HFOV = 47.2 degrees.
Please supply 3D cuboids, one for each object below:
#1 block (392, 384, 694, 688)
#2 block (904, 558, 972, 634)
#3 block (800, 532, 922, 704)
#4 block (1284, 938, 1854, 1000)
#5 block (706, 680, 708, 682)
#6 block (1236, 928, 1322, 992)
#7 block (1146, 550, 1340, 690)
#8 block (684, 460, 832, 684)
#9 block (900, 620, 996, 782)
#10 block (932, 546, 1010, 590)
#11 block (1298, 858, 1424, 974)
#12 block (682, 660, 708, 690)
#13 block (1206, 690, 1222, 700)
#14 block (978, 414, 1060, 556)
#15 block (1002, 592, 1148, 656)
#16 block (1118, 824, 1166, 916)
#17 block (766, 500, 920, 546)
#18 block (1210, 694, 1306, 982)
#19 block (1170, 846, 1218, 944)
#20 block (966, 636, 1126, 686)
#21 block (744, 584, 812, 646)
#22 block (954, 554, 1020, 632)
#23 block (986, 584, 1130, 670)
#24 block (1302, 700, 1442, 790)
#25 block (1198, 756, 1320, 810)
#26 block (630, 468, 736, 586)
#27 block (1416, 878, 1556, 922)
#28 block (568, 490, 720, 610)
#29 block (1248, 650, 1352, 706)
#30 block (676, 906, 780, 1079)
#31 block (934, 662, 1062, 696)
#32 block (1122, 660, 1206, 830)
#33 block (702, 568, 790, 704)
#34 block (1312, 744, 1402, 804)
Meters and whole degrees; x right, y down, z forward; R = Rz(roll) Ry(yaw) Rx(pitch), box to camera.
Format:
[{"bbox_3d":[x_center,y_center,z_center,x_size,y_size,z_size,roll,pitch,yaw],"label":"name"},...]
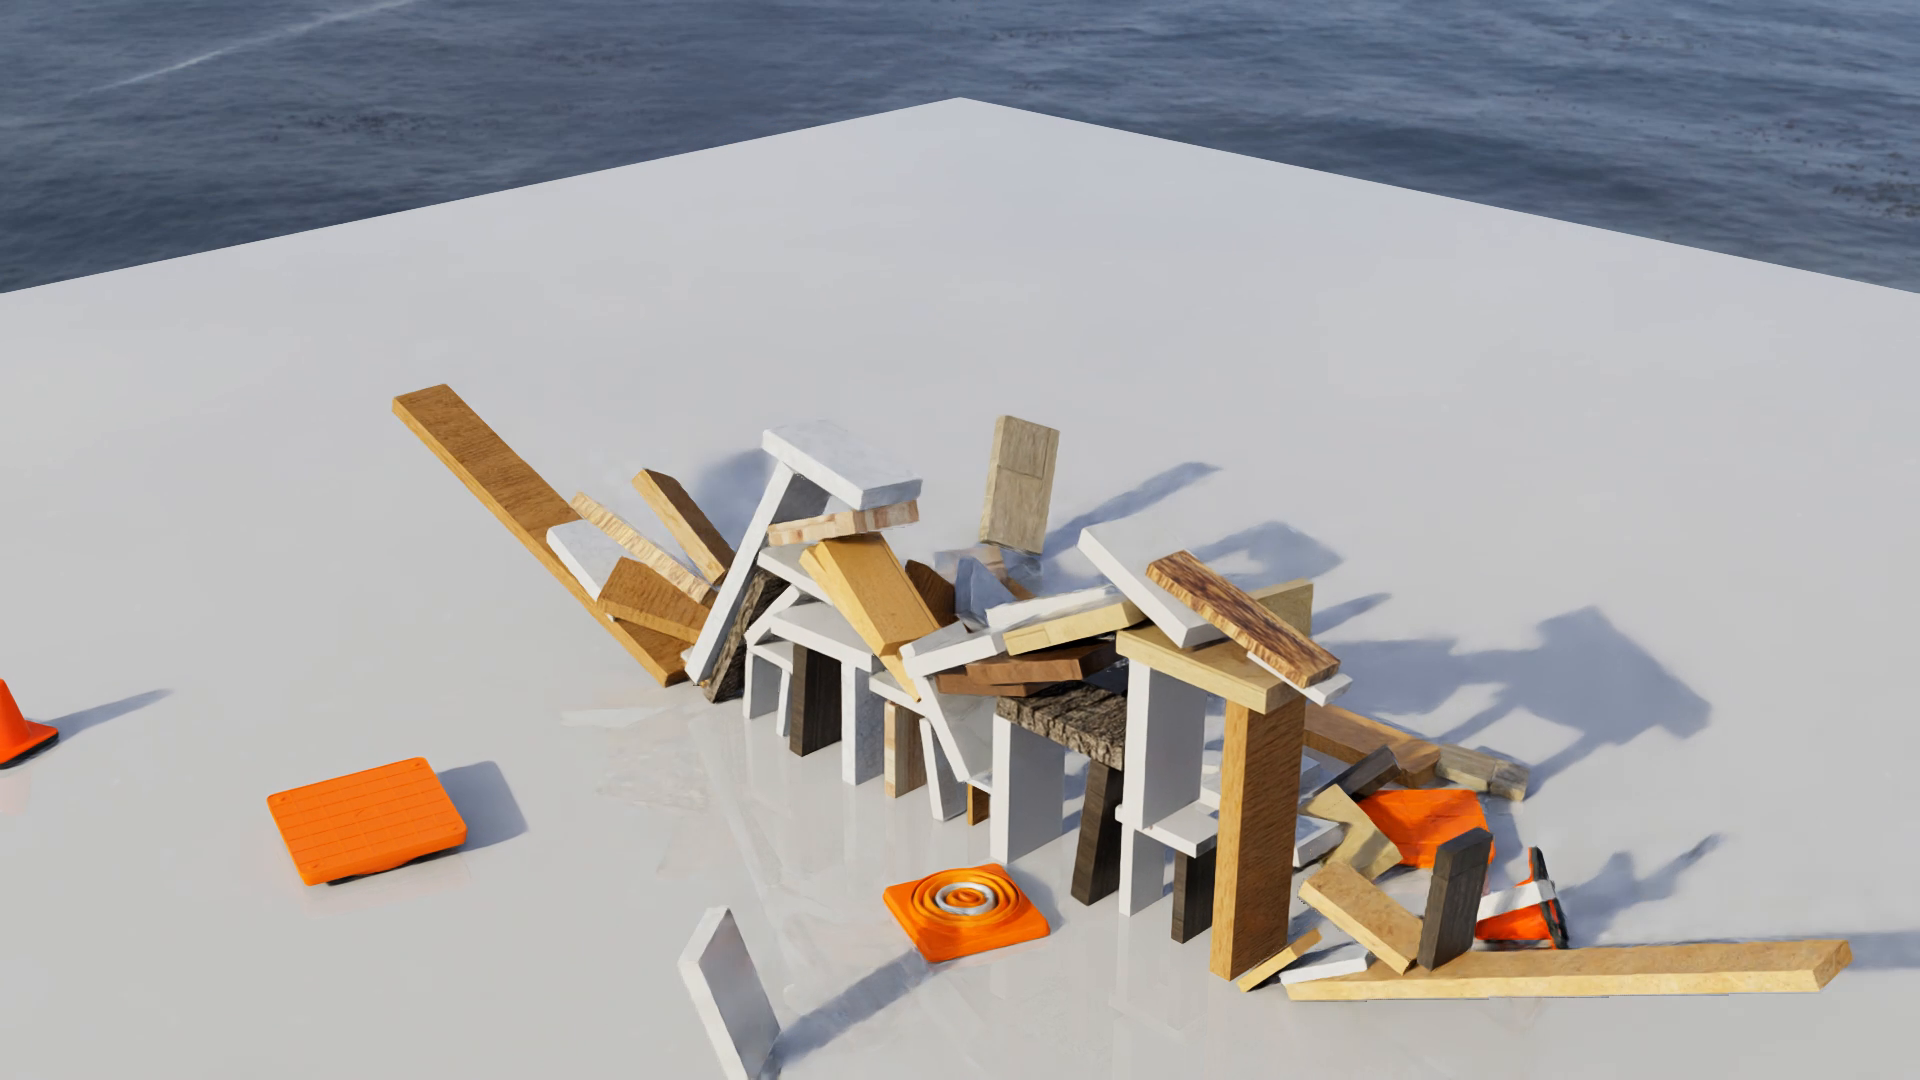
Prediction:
[{"bbox_3d":[-0.984,-0.030,5.260,0.151,0.043,1.115,-22,53,-41],"label":"block"},{"bbox_3d":[-0.045,0.194,4.833,0.050,0.177,0.354,18,-13,36],"label":"block"},{"bbox_3d":[-0.150,0.153,4.466,0.144,0.041,0.405,-18,57,-42],"label":"block"},{"bbox_3d":[0.930,0.691,3.516,0.111,0.031,1.001,-21,4,-41],"label":"block"},{"bbox_3d":[-0.548,0.312,4.962,0.091,0.013,0.045,41,43,23],"label":"block"},{"bbox_3d":[0.559,0.736,3.851,0.081,0.161,0.023,-24,74,-42],"label":"block"},{"bbox_3d":[0.480,0.132,3.751,0.091,0.026,0.366,-20,45,-40],"label":"block"},{"bbox_3d":[-0.423,0.059,4.747,0.159,0.664,0.045,-19,58,-43],"label":"block"},{"bbox_3d":[0.000,0.317,4.344,0.144,0.288,0.041,-22,-3,-41],"label":"block"},{"bbox_3d":[0.026,0.082,5.364,0.165,0.047,0.330,-6,14,-3],"label":"block"},{"bbox_3d":[0.701,0.642,3.763,0.222,0.031,0.111,37,36,26],"label":"block"},{"bbox_3d":[-0.587,0.295,4.985,0.045,0.013,0.091,-22,67,-42],"label":"block"},{"bbox_3d":[0.603,0.321,4.979,0.137,0.019,0.068,-17,28,-34],"label":"block"},{"bbox_3d":[0.152,-0.139,5.640,0.165,0.330,0.047,15,-13,-26],"label":"block"},{"bbox_3d":[0.240,0.141,3.996,0.153,0.043,0.324,-21,2,-41],"label":"block"},{"bbox_3d":[0.341,0.599,4.104,0.095,0.191,0.027,-21,31,-41],"label":"block"},{"bbox_3d":[-0.241,-0.034,4.488,0.159,0.045,0.318,-11,1,-37],"label":"block"},{"bbox_3d":[0.524,0.504,3.869,0.165,0.548,0.047,-21,32,-41],"label":"block"},{"bbox_3d":[0.431,0.634,4.021,0.027,0.191,0.095,22,31,40],"label":"block"},{"bbox_3d":[0.158,0.223,4.058,0.273,0.039,0.136,-6,11,42],"label":"block"},{"bbox_3d":[-0.363,0.142,4.687,0.113,0.225,0.032,-25,76,-45],"label":"block"},{"bbox_3d":[0.091,0.179,4.905,0.041,0.328,0.146,-18,51,25],"label":"block"},{"bbox_3d":[0.195,0.184,4.281,0.307,0.153,0.043,-12,4,43],"label":"block"},{"bbox_3d":[0.862,0.433,4.691,0.347,0.038,0.135,21,31,40],"label":"block"},{"bbox_3d":[0.615,0.497,4.543,0.255,0.036,0.127,-21,31,-40],"label":"block"},{"bbox_3d":[-0.586,-0.023,4.814,0.302,0.043,0.151,50,10,17],"label":"block"},{"bbox_3d":[0.877,0.666,3.888,0.331,0.036,0.127,-22,-14,22],"label":"block"},{"bbox_3d":[-0.686,0.035,4.945,0.449,0.042,0.150,34,-2,30],"label":"block"},{"bbox_3d":[0.572,0.215,3.701,0.161,0.023,0.081,35,39,30],"label":"block"},{"bbox_3d":[-0.378,0.751,3.617,0.038,0.270,0.135,-6,30,23],"label":"block"},{"bbox_3d":[0.087,0.256,4.219,0.136,0.039,0.273,-20,10,-36],"label":"block"},{"bbox_3d":[0.371,0.344,3.968,0.165,0.330,0.047,-21,32,-40],"label":"block"},{"bbox_3d":[-0.454,0.199,4.793,0.113,0.418,0.032,-27,65,-42],"label":"block"},{"bbox_3d":[0.799,0.491,4.432,0.183,0.026,0.091,-36,18,11],"label":"block"}]
